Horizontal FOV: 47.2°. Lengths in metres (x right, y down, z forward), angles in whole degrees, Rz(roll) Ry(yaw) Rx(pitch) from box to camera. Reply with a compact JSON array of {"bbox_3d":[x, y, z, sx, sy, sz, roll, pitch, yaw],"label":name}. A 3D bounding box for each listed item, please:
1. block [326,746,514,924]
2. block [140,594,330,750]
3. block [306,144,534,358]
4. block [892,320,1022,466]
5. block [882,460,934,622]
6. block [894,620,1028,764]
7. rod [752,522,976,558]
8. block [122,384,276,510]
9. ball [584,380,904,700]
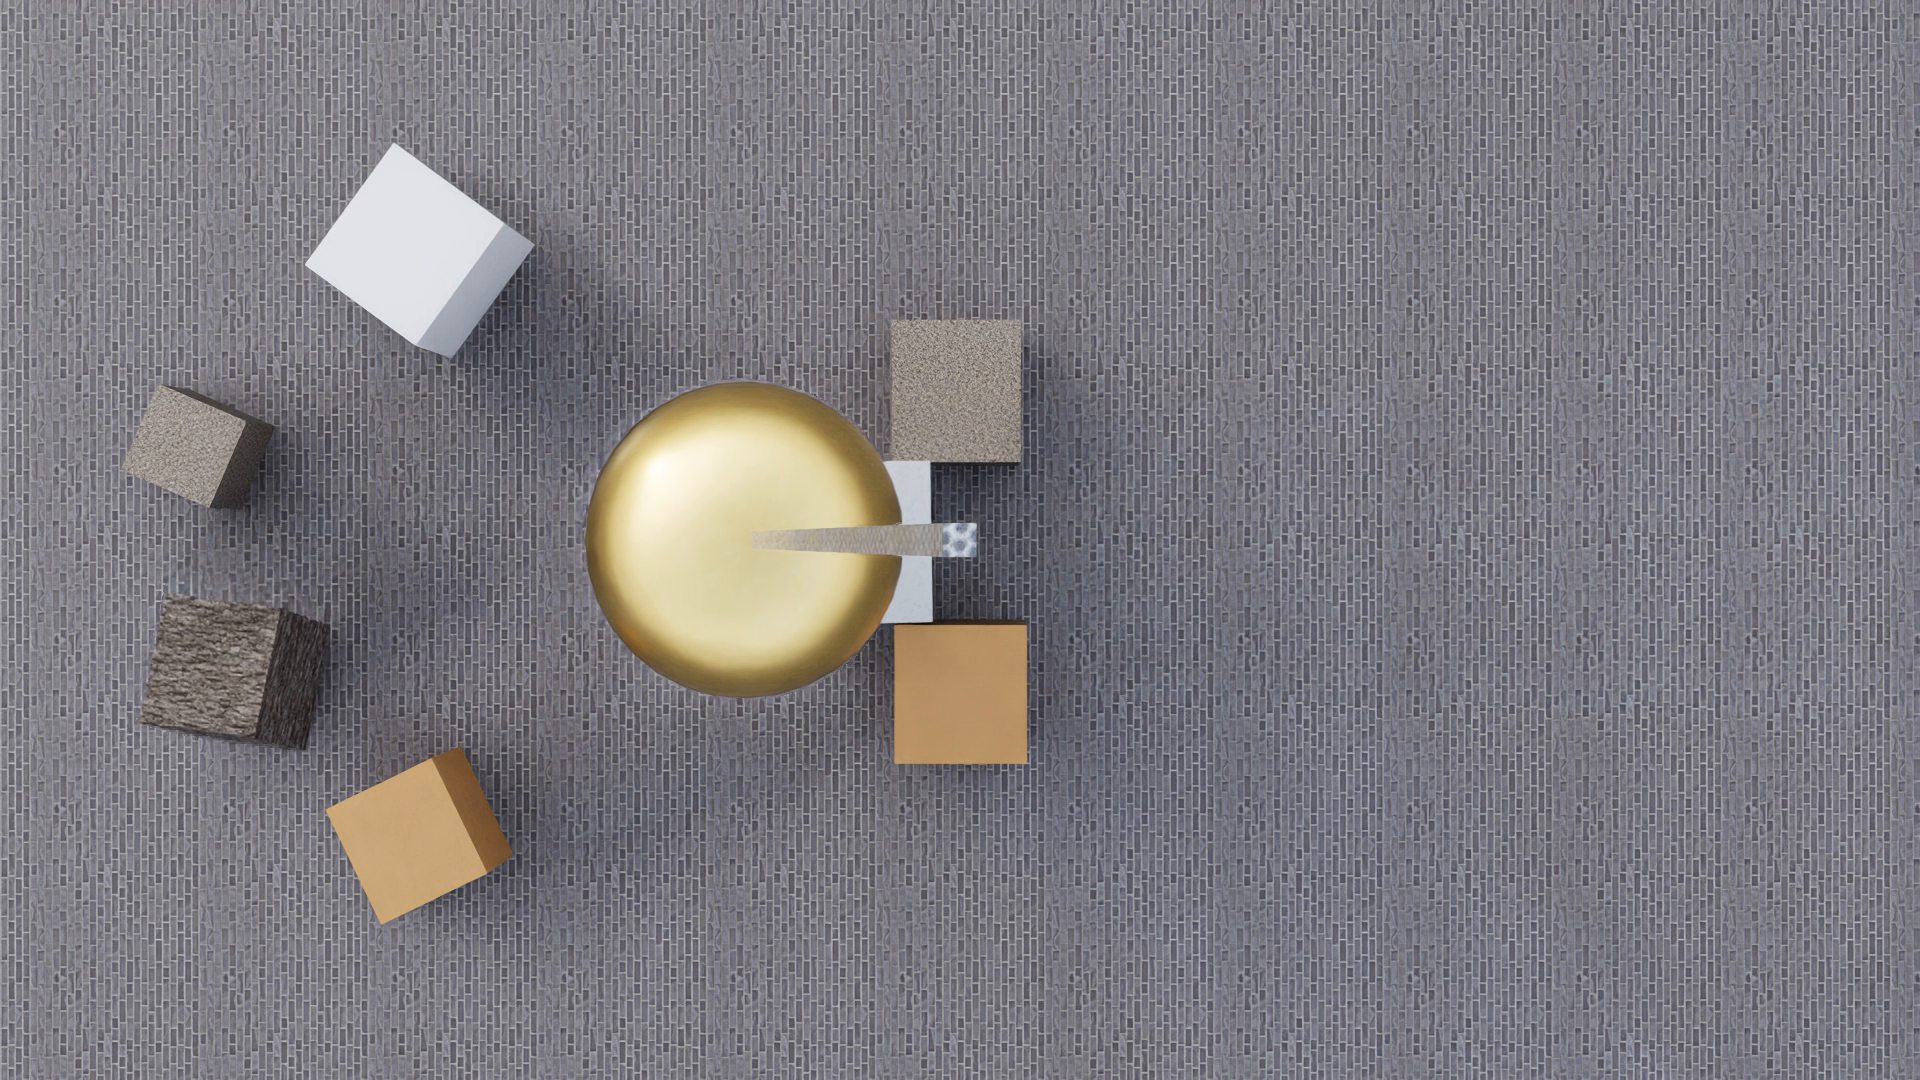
[{"bbox_3d":[-3.091,1.683,12.640,0.659,0.720,0.715,-26,90,0],"label":"block"},{"bbox_3d":[-4.129,0.760,12.561,0.701,0.638,0.733,6,80,11],"label":"block"},{"bbox_3d":[-3.063,-1.632,12.563,0.755,0.874,0.834,36,90,0],"label":"block"},{"bbox_3d":[-0.020,-0.838,12.679,0.726,0.642,0.800,0,90,0],"label":"block"},{"bbox_3d":[-0.573,0.014,12.534,0.830,0.932,0.887,-1,90,0],"label":"block"},{"bbox_3d":[0.004,0.854,12.581,0.733,0.838,0.766,0,90,0],"label":"block"},{"bbox_3d":[-0.468,0.000,7.736,0.080,5.200,0.080,0,90,-10],"label":"rod"},{"bbox_3d":[-4.400,-0.534,12.731,0.545,0.538,0.534,23,90,0],"label":"block"},{"bbox_3d":[-1.080,0.000,11.080,1.600,1.600,1.600,0,90,0],"label":"ball"}]
